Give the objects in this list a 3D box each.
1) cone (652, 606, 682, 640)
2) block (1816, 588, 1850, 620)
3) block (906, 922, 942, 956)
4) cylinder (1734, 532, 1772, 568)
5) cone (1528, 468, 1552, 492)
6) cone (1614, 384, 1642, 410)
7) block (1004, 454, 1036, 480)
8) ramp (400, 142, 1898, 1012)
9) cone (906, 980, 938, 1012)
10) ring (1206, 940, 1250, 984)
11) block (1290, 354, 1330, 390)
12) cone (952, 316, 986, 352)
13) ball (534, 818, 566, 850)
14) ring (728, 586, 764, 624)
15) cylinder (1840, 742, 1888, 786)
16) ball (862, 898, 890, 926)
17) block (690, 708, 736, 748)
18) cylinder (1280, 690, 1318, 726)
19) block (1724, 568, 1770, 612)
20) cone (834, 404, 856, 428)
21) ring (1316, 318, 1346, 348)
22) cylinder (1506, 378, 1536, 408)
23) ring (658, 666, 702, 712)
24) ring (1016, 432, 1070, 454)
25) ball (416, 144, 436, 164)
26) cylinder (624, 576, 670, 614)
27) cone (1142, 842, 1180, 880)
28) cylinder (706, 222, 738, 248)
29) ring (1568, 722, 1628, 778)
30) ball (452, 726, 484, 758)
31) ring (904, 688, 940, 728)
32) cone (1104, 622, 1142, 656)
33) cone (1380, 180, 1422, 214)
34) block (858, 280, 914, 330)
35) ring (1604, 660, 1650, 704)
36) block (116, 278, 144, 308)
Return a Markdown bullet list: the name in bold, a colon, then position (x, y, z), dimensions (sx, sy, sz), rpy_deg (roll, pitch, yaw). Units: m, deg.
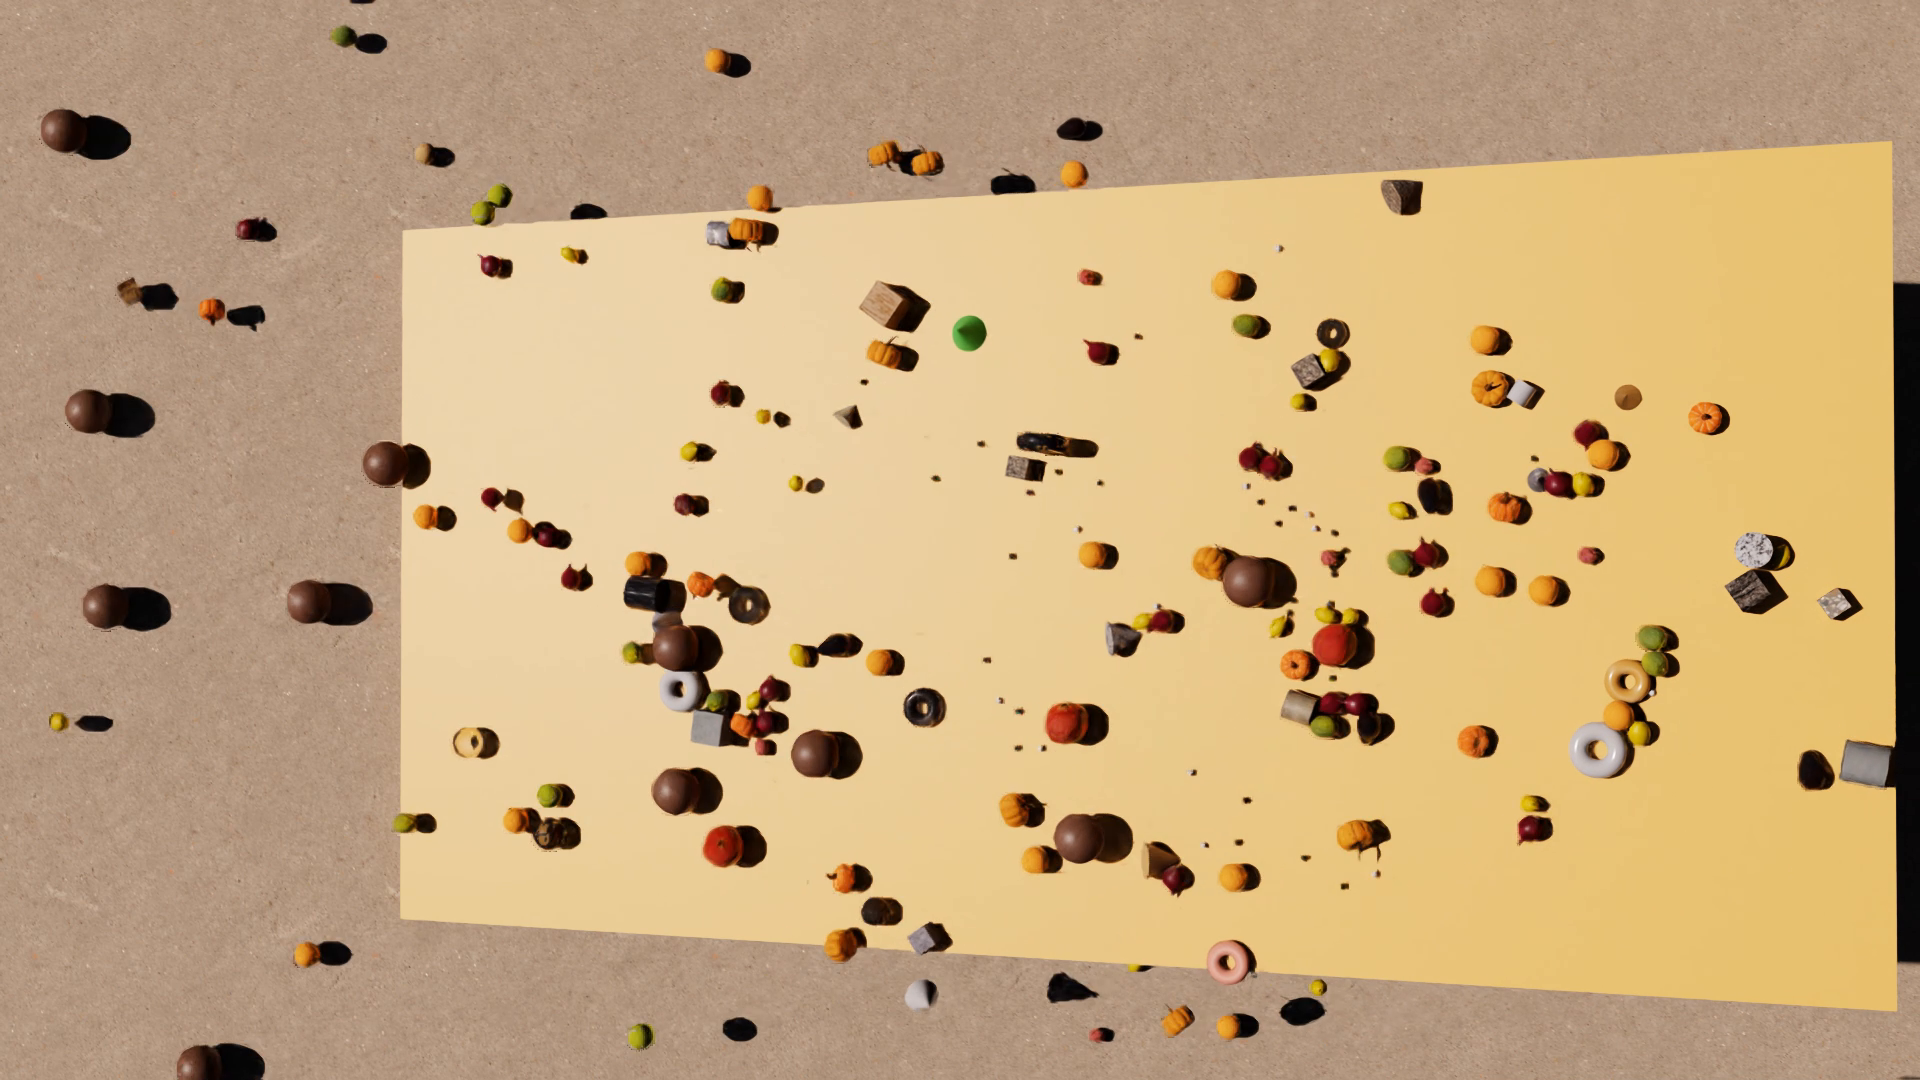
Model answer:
- **cone**: position (-0.828, 0.231, 6.057), dimensions (0.094, 0.094, 0.094), rpy_deg (0, 89, 19)
- **block**: position (2.016, 0.146, 5.073), dimensions (0.053, 0.053, 0.053), rpy_deg (-37, 78, 15)
- **block**: position (-0.094, 1.054, 5.804), dimensions (0.059, 0.059, 0.059), rpy_deg (-38, 78, 15)
- **cylinder**: position (1.847, 0.024, 5.118), dimensions (0.083, 0.083, 0.083), rpy_deg (0, 89, 19)
- **cone**: position (1.393, -0.145, 5.294), dimensions (0.059, 0.059, 0.059), rpy_deg (0, 89, 19)
- **cone**: position (1.586, -0.341, 5.226), dimensions (0.063, 0.063, 0.063), rpy_deg (0, 89, 19)
- **block**: position (0.156, -0.188, 5.734), dimensions (0.056, 0.056, 0.056), rpy_deg (12, 93, 19)
- **ramp**: position (0.280, 0.090, 5.769), dimensions (4.000, 0.100, 2.000), rpy_deg (0, 89, 19)
- **cone**: position (-0.096, 1.274, 6.074), dimensions (0.094, 0.094, 0.094), rpy_deg (-1, 97, -13)
- **ring**: position (0.676, 1.065, 5.543), dimensions (0.112, 0.037, 0.112), rpy_deg (-1, 88, 20)
- **block**: position (0.871, -0.420, 5.480), dimensions (0.064, 0.064, 0.064), rpy_deg (-31, 80, 17)
- **cone**: position (0.008, -0.547, 5.769), dimensions (0.097, 0.097, 0.097), rpy_deg (0, 89, 19)
- **ball**: position (-1.151, 0.823, 6.165), dimensions (0.090, 0.090, 0.090), rpy_deg (0, 89, 0)
- **ring**: position (-0.584, 0.177, 6.003), dimensions (0.106, 0.035, 0.106), rpy_deg (-1, 88, 20)
- **cylinder**: position (2.068, 0.511, 5.027), dimensions (0.094, 0.094, 0.094), rpy_deg (3, 89, 26)
- **ball**: position (-0.224, 0.988, 5.842), dimensions (0.077, 0.077, 0.077), rpy_deg (0, 89, 0)
- **block**: position (-0.673, 0.512, 6.001), dimensions (0.088, 0.088, 0.088), rpy_deg (8, 92, 19)
- **cylinder**: position (0.845, 0.418, 5.472), dimensions (0.074, 0.074, 0.074), rpy_deg (19, 89, 19)
- **block**: position (1.835, 0.117, 5.126), dimensions (0.074, 0.074, 0.074), rpy_deg (-36, 78, 16)
- **cone**: position (-0.298, -0.344, 5.912), dimensions (0.061, 0.061, 0.061), rpy_deg (41, 75, 1)
- **ring**: position (0.925, -0.516, 5.483), dimensions (0.076, 0.025, 0.076), rpy_deg (0, 90, 19)
- **cylinder**: position (1.356, -0.354, 5.314), dimensions (0.052, 0.052, 0.052), rpy_deg (35, 105, 0)
- **ring**: position (-0.770, 0.410, 6.061), dimensions (0.130, 0.043, 0.130), rpy_deg (-1, 88, 20)
- **ring**: position (0.213, -0.249, 5.656), dimensions (0.139, 0.139, 0.046), rpy_deg (4, 90, 0)
- **ball**: position (-1.572, -1.136, 6.470), dimensions (0.061, 0.061, 0.061), rpy_deg (0, 89, 0)
- **cylinder**: position (-0.865, 0.150, 6.071), dimensions (0.094, 0.094, 0.094), rpy_deg (7, 89, 19)
- **cone**: position (0.519, 0.816, 5.599), dimensions (0.096, 0.096, 0.096), rpy_deg (1, 89, -7)
- **cylinder**: position (-0.652, -0.837, 6.024), dimensions (0.066, 0.066, 0.066), rpy_deg (6, 89, 20)
- **ring**: position (1.522, 0.501, 5.247), dimensions (0.136, 0.045, 0.136), rpy_deg (-1, 87, 23)
- **ball**: position (-1.399, 0.577, 6.256), dimensions (0.091, 0.091, 0.091), rpy_deg (0, 89, 0)
- **ring**: position (-0.101, 0.444, 5.828), dimensions (0.105, 0.035, 0.105), rpy_deg (0, 90, 19)
- **cone**: position (0.426, 0.246, 5.641), dimensions (0.091, 0.091, 0.091), rpy_deg (-8, 89, -8)
- **cone**: position (1.100, -0.865, 5.417), dimensions (0.092, 0.092, 0.092), rpy_deg (-27, 89, -10)
- **block**: position (-0.195, -0.624, 5.846), dimensions (0.090, 0.090, 0.090), rpy_deg (38, 101, 16)
- **ring**: position (1.588, 0.337, 5.231), dimensions (0.108, 0.036, 0.108), rpy_deg (0, 91, 20)
- **block**: position (-2.431, -0.724, 6.439), dimensions (0.055, 0.055, 0.055), rpy_deg (-32, 89, -22)
